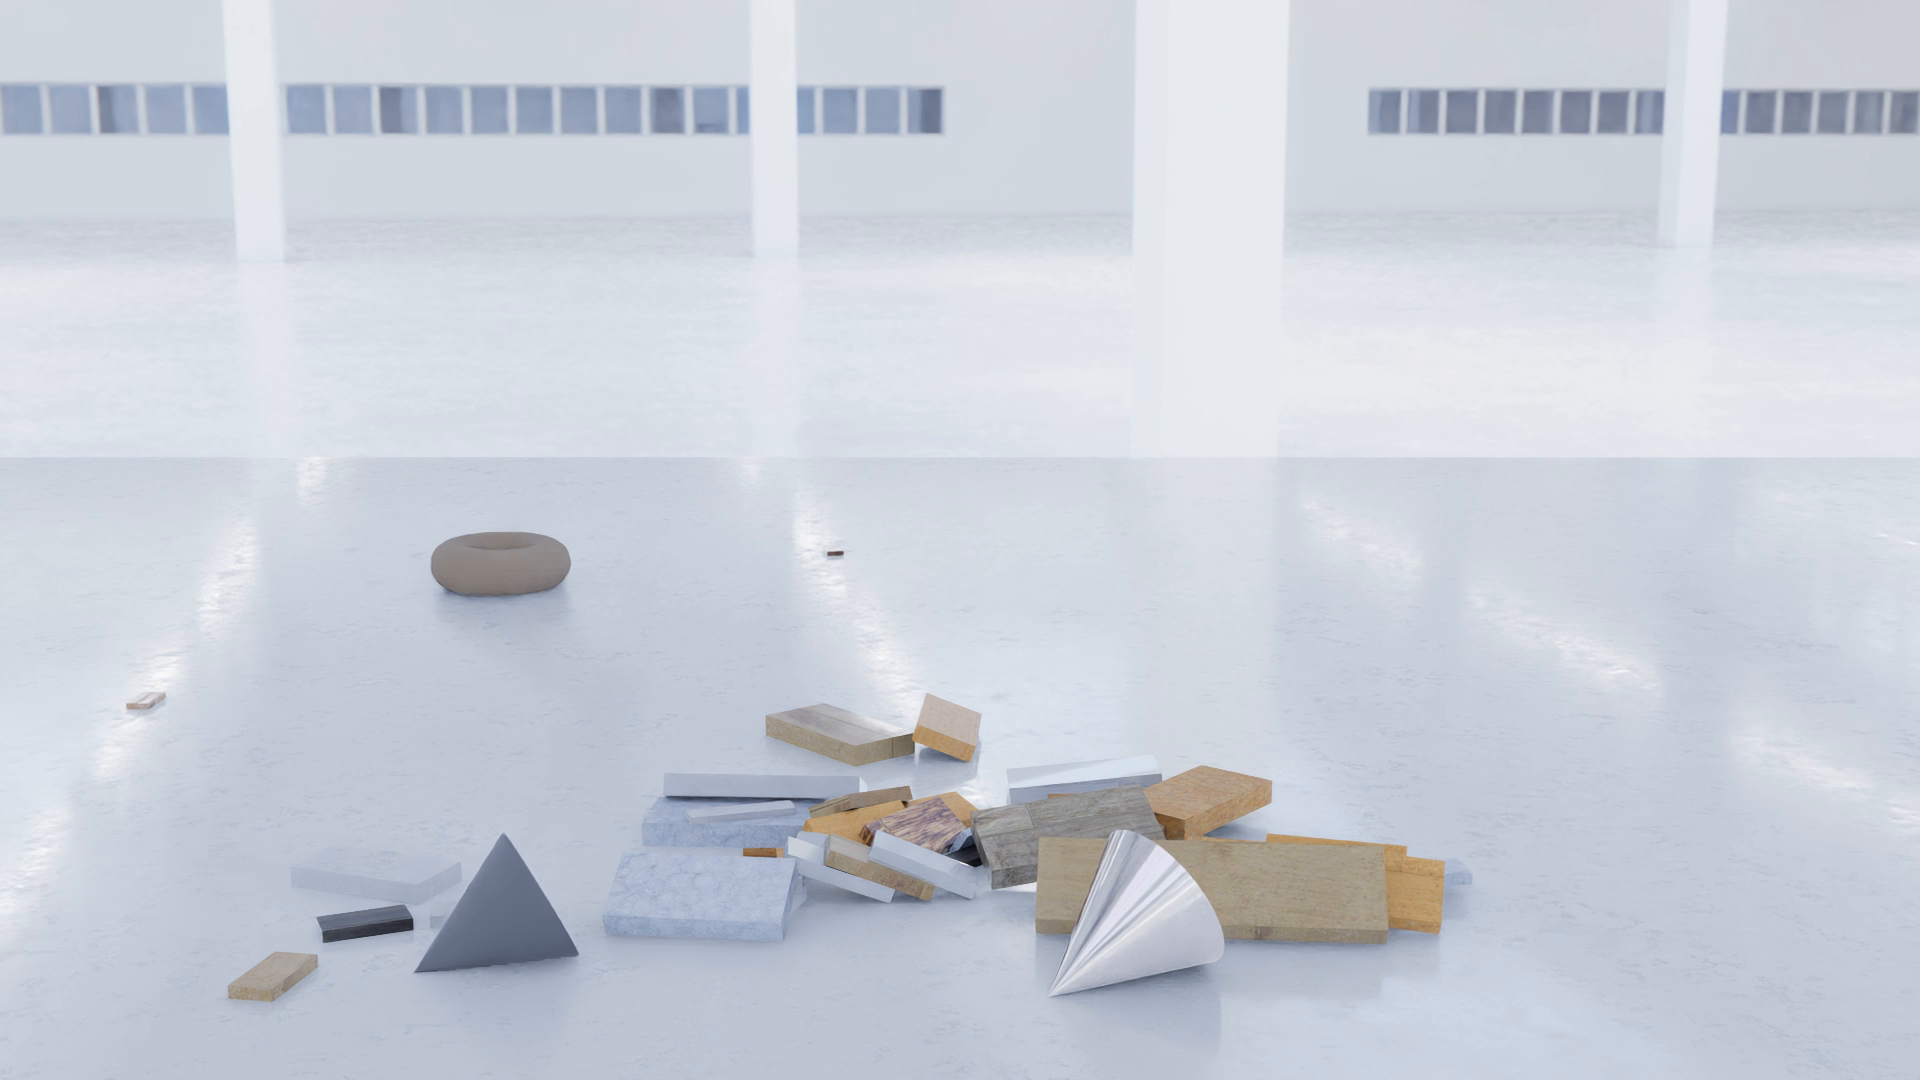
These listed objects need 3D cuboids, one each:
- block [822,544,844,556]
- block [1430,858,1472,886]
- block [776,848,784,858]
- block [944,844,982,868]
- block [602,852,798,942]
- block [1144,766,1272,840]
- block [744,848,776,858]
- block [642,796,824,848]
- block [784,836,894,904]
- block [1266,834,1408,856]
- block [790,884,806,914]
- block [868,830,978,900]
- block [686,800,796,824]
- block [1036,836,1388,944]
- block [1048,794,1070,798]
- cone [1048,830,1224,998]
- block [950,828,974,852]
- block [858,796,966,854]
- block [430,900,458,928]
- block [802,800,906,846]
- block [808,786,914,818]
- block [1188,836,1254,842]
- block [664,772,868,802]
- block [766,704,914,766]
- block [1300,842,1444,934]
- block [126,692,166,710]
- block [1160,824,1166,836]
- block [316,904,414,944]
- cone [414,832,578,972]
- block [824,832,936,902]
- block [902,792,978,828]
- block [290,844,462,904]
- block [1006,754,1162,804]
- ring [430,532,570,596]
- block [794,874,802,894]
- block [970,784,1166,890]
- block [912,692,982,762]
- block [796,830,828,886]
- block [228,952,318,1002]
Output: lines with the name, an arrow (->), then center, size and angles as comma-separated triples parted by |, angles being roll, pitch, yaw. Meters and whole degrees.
block -> -0.383, 0.031, 6.639 | 0.050, 0.014, 0.100 | -2, 11, -11
block -> 0.773, 0.556, 3.677 | 0.148, 0.021, 0.074 | -1, 11, -7
block -> -0.315, 0.553, 3.824 | 0.109, 0.015, 0.054 | -6, 12, -28
block -> 0.025, 0.551, 3.836 | 0.054, 0.015, 0.108 | 9, 14, 40
block -> -0.413, 0.569, 3.515 | 0.286, 0.041, 0.143 | 1, 36, 7
block -> 0.424, 0.477, 3.993 | 0.153, 0.043, 0.305 | 9, 14, 36
block -> -0.336, 0.544, 3.704 | 0.054, 0.015, 0.109 | -1, -27, -3
block -> -0.407, 0.511, 3.976 | 0.308, 0.044, 0.154 | 1, 11, 3
block -> -0.201, 0.547, 3.654 | 0.186, 0.026, 0.093 | 19, 9, -7
block -> 0.614, 0.550, 3.621 | 0.231, 0.033, 0.116 | 3, 48, 16
block -> -0.357, 0.585, 3.623 | 0.186, 0.026, 0.093 | 3, 11, 18
block -> -0.061, 0.541, 3.672 | 0.184, 0.026, 0.092 | 21, 8, -2
block -> -0.392, 0.488, 3.942 | 0.191, 0.013, 0.047 | -3, 11, -18
block -> 0.397, 0.556, 3.496 | 0.549, 0.043, 0.153 | 1, 50, 5
block -> 0.216, 0.498, 3.913 | 0.107, 0.030, 0.213 | -1, 11, -1
cone -> 0.219, 0.606, 3.280 | 0.247, 0.247, 0.247 | -36, 27, -25
block -> 0.032, 0.523, 3.884 | 0.108, 0.054, 0.015 | -12, 51, -48
block -> -0.076, 0.516, 3.843 | 0.196, 0.027, 0.097 | -14, 53, -49
block -> -0.781, 0.602, 3.551 | 0.140, 0.020, 0.070 | -2, 11, -10
block -> -0.168, 0.517, 3.845 | 0.194, 0.027, 0.097 | -8, 48, -33
block -> -0.177, 0.474, 3.952 | 0.092, 0.026, 0.184 | -23, -13, 32
block -> 0.481, 0.552, 3.605 | 0.231, 0.033, 0.116 | 3, 50, 16
block -> -0.359, 0.465, 4.088 | 0.360, 0.041, 0.143 | 1, -13, 3
block -> -0.251, 0.402, 4.562 | 0.154, 0.044, 0.308 | -9, 14, -40
block -> 0.655, 0.557, 3.525 | 0.231, 0.033, 0.116 | 6, 51, 9
block -> -1.809, 0.357, 4.887 | 0.050, 0.014, 0.100 | 0, 11, 2
block -> 0.317, 0.536, 3.771 | 0.054, 0.015, 0.139 | 6, 33, 11
block -> -0.948, 0.611, 3.503 | 0.140, 0.020, 0.070 | -5, 12, -24
cone -> -0.735, 0.598, 3.352 | 0.222, 0.222, 0.222 | -32, 21, -16
block -> -0.133, 0.544, 3.655 | 0.185, 0.026, 0.092 | 21, 8, -6
block -> -0.061, 0.506, 3.988 | 0.193, 0.027, 0.097 | -8, 26, -35
block -> -0.986, 0.563, 3.714 | 0.253, 0.036, 0.126 | 4, 11, 21
block -> 0.235, 0.459, 4.179 | 0.286, 0.041, 0.143 | -6, 9, -1
ring -> -1.285, 0.065, 6.154 | 0.386, 0.129, 0.386 | 1, 11, 0
block -> -0.353, 0.558, 3.627 | 0.186, 0.026, 0.093 | -1, 10, -4
block -> 0.184, 0.506, 3.763 | 0.305, 0.043, 0.153 | -8, 35, -11
block -> -0.026, 0.386, 4.551 | 0.126, 0.036, 0.253 | 21, 11, -1
block -> -0.267, 0.542, 3.743 | 0.054, 0.015, 0.109 | 4, 40, 22
block -> -1.025, 0.651, 3.284 | 0.070, 0.020, 0.140 | 2, 11, 11
